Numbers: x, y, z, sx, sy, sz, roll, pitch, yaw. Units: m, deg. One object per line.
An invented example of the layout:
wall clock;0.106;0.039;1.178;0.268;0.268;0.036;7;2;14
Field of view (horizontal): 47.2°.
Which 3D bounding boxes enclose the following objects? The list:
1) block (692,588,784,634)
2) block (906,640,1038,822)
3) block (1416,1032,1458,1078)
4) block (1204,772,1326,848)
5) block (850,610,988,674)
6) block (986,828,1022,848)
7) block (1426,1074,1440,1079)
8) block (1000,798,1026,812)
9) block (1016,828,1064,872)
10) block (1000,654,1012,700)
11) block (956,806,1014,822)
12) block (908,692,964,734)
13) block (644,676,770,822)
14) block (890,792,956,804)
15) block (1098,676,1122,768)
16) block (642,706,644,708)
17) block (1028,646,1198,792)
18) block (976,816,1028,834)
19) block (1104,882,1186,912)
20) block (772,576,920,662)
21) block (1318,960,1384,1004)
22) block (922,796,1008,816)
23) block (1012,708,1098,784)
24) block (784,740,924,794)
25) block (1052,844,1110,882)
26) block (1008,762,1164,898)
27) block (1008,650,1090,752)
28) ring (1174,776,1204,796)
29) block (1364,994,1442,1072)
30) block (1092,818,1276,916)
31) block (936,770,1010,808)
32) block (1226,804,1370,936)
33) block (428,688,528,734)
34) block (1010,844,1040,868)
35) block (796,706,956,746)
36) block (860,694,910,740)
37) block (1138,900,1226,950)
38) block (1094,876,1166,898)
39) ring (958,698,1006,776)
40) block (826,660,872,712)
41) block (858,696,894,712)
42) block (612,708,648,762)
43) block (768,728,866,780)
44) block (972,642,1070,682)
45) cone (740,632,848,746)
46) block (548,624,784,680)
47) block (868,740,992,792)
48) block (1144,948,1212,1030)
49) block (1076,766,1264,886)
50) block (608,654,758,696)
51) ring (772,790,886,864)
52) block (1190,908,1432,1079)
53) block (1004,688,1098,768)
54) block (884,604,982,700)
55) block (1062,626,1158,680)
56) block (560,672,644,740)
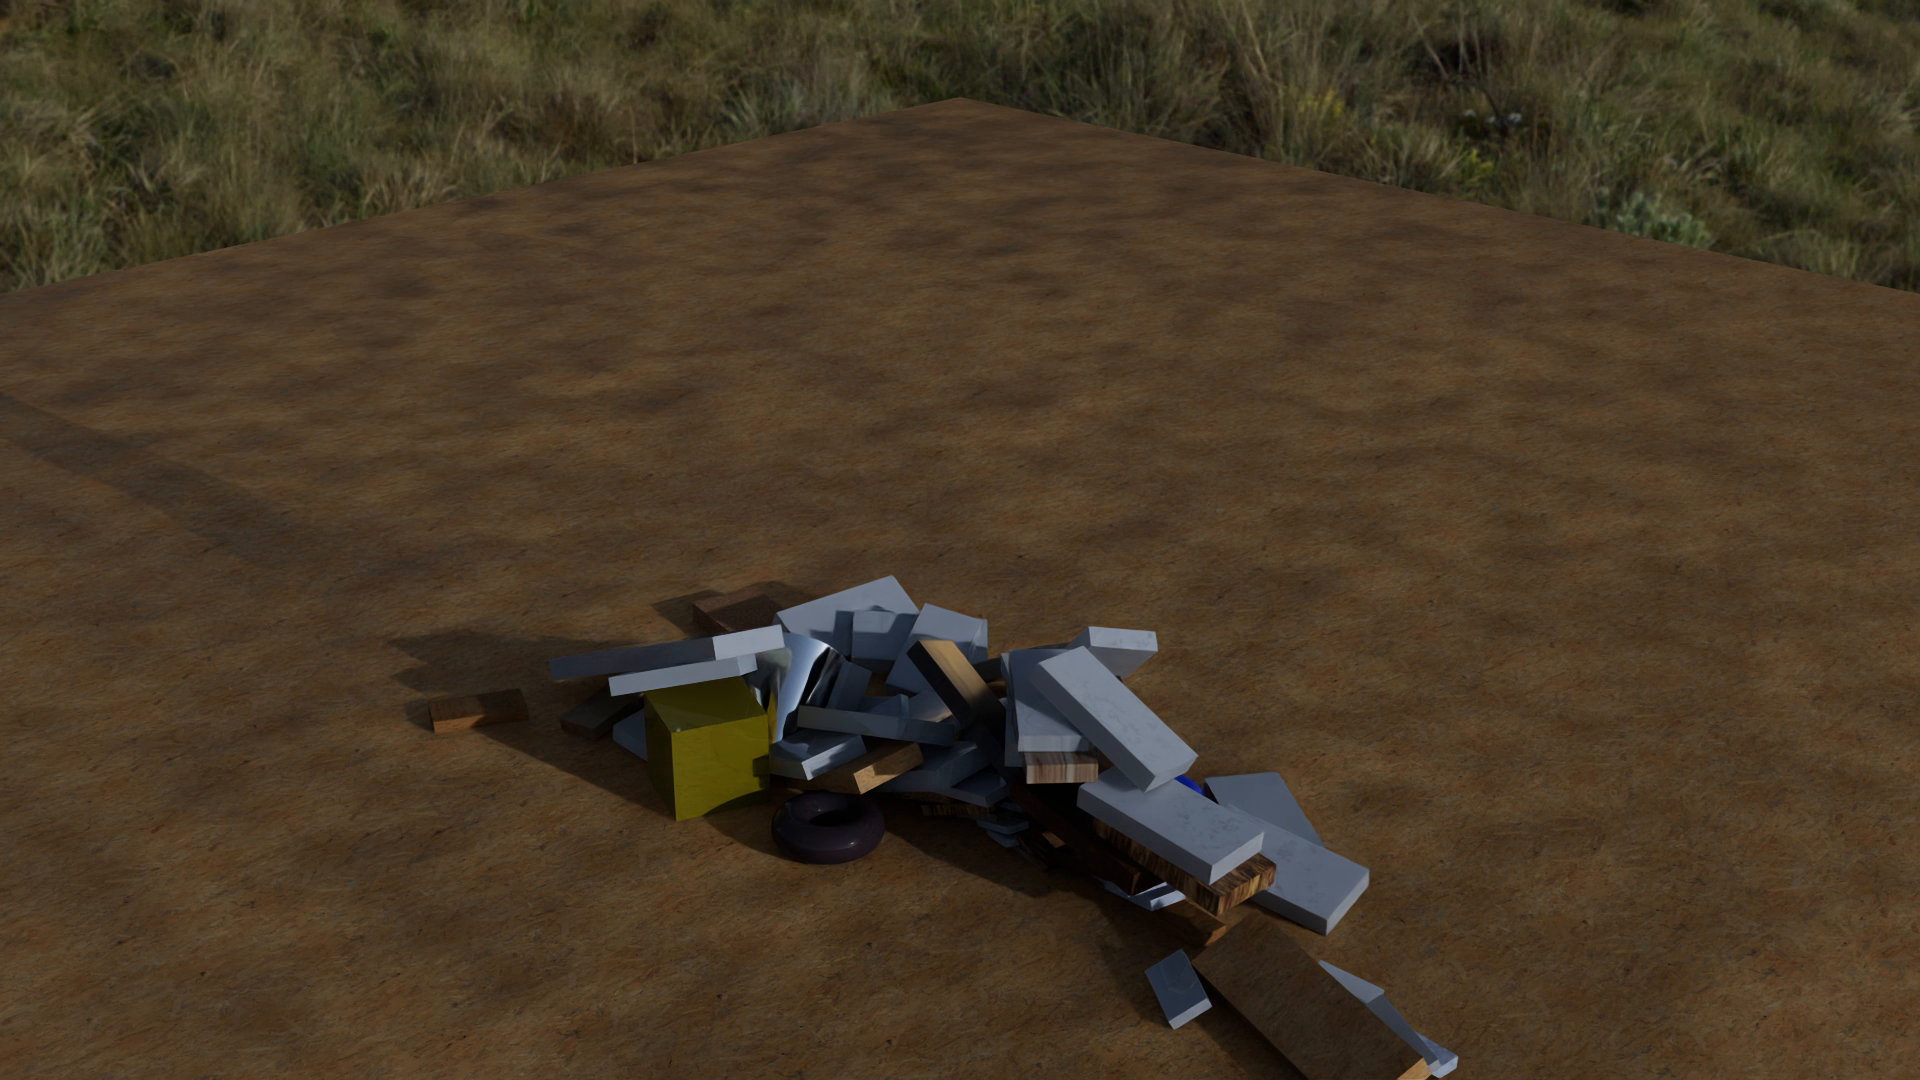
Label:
block;-0.480;0.210;5.204;0.169;0.048;0.338;-14;27;-30
block;0.067;0.377;4.393;0.442;0.039;0.138;51;20;21
block;0.701;0.837;3.758;0.084;0.024;0.306;-18;29;-36
block;0.603;0.562;4.380;0.155;0.044;0.310;-4;23;-9
block;-0.093;0.240;5.038;0.309;0.044;0.154;4;42;-4
block;0.093;0.584;4.340;0.047;0.013;0.094;-9;11;-21
block;0.730;0.898;3.568;0.167;0.024;0.084;21;58;40
block;0.116;0.526;4.403;0.052;0.015;0.103;-10;8;-31
block;0.157;0.602;4.273;0.047;0.013;0.094;-17;47;-32
block;0.162;0.282;4.356;0.132;0.037;0.264;-1;15;-6
block;0.049;0.547;4.412;0.104;0.015;0.052;0;10;40
block;-0.059;0.373;4.671;0.138;0.039;0.276;-28;12;-27
block;-0.519;0.423;4.507;0.201;0.201;0.201;-10;25;-21
block;-0.056;0.503;4.482;0.166;0.023;0.083;0;20;44
block;0.289;0.431;4.415;0.178;0.050;0.431;-3;36;-13
block;-0.658;0.349;4.901;0.102;0.029;0.203;-17;29;-35
block;0.285;0.332;4.112;0.311;0.044;0.155;44;31;21
block;0.085;0.564;4.369;0.052;0.015;0.104;-11;9;-34
block;0.346;0.656;4.143;0.077;0.022;0.155;-15;15;-28
block;-0.252;0.201;5.125;0.338;0.048;0.169;-18;59;-36
block;0.667;0.777;3.811;0.121;0.017;0.061;23;36;23
block;0.012;0.525;4.427;0.166;0.023;0.083;-7;15;36
block;0.178;0.384;4.166;0.132;0.037;0.264;-1;20;-5
block;-0.220;0.456;4.452;0.155;0.044;0.310;-24;9;-30
block;0.262;0.607;4.192;0.085;0.024;0.169;-17;16;-34
block;0.275;0.528;4.152;0.178;0.050;0.356;-17;36;-34
block;0.168;0.303;4.184;0.132;0.037;0.264;0;34;-4
ring;0.403;0.526;4.443;0.184;0.061;0.184;-1;22;0
block;0.720;0.841;3.675;0.084;0.024;0.167;-31;38;-7
block;0.407;0.561;4.018;0.155;0.044;0.310;-21;38;-38
block;0.026;0.489;4.375;0.083;0.023;0.166;-25;22;-37
block;0.598;0.621;4.157;0.311;0.044;0.155;23;45;32
block;-1.060;0.376;4.838;0.203;0.029;0.102;-8;24;-18
block;0.146;0.610;4.306;0.047;0.013;0.095;-15;27;-31
block;-0.174;0.380;4.501;0.155;0.044;0.310;12;-7;-43
block;-0.173;0.393;4.635;0.023;0.163;0.081;27;45;-40
block;0.410;0.703;4.076;0.077;0.022;0.155;-17;28;-35
block;0.312;0.630;4.172;0.085;0.024;0.169;-14;15;-23
ring;0.180;0.432;4.588;0.370;0.123;0.370;1;22;0
block;-0.247;0.346;4.714;0.023;0.163;0.081;17;-7;34
block;-0.181;0.377;4.702;0.023;0.081;0.163;25;-18;-34
block;-0.600;0.390;4.746;0.138;0.039;0.276;27;36;29
block;-0.312;0.437;4.505;0.138;0.039;0.276;-23;9;-25
block;0.154;0.271;4.852;0.154;0.044;0.309;-6;-8;-31
cone;-0.381;0.386;4.698;0.269;0.269;0.269;4;50;9
block;-0.644;0.245;4.744;0.169;0.048;0.693;-10;0;-39
block;-0.088;0.460;4.463;0.155;0.044;0.310;-25;11;-40
block;0.381;0.783;3.840;0.077;0.022;0.155;-32;25;3
block;0.383;0.508;4.018;0.310;0.044;0.155;28;37;35
block;-0.572;0.276;4.548;0.276;0.039;0.138;-10;0;10
ring;-0.260;0.564;4.337;0.226;0.075;0.226;0;22;0
block;0.583;0.804;3.720;0.155;0.044;0.487;-37;33;-9
block;0.181;0.341;4.388;0.178;0.050;0.356;2;25;1
block;-0.060;0.264;4.956;0.138;0.039;0.276;17;43;10
block;0.264;0.281;4.674;0.154;0.379;0.044;6;63;-22
block;-0.770;0.364;4.824;0.102;0.029;0.203;13;34;33
